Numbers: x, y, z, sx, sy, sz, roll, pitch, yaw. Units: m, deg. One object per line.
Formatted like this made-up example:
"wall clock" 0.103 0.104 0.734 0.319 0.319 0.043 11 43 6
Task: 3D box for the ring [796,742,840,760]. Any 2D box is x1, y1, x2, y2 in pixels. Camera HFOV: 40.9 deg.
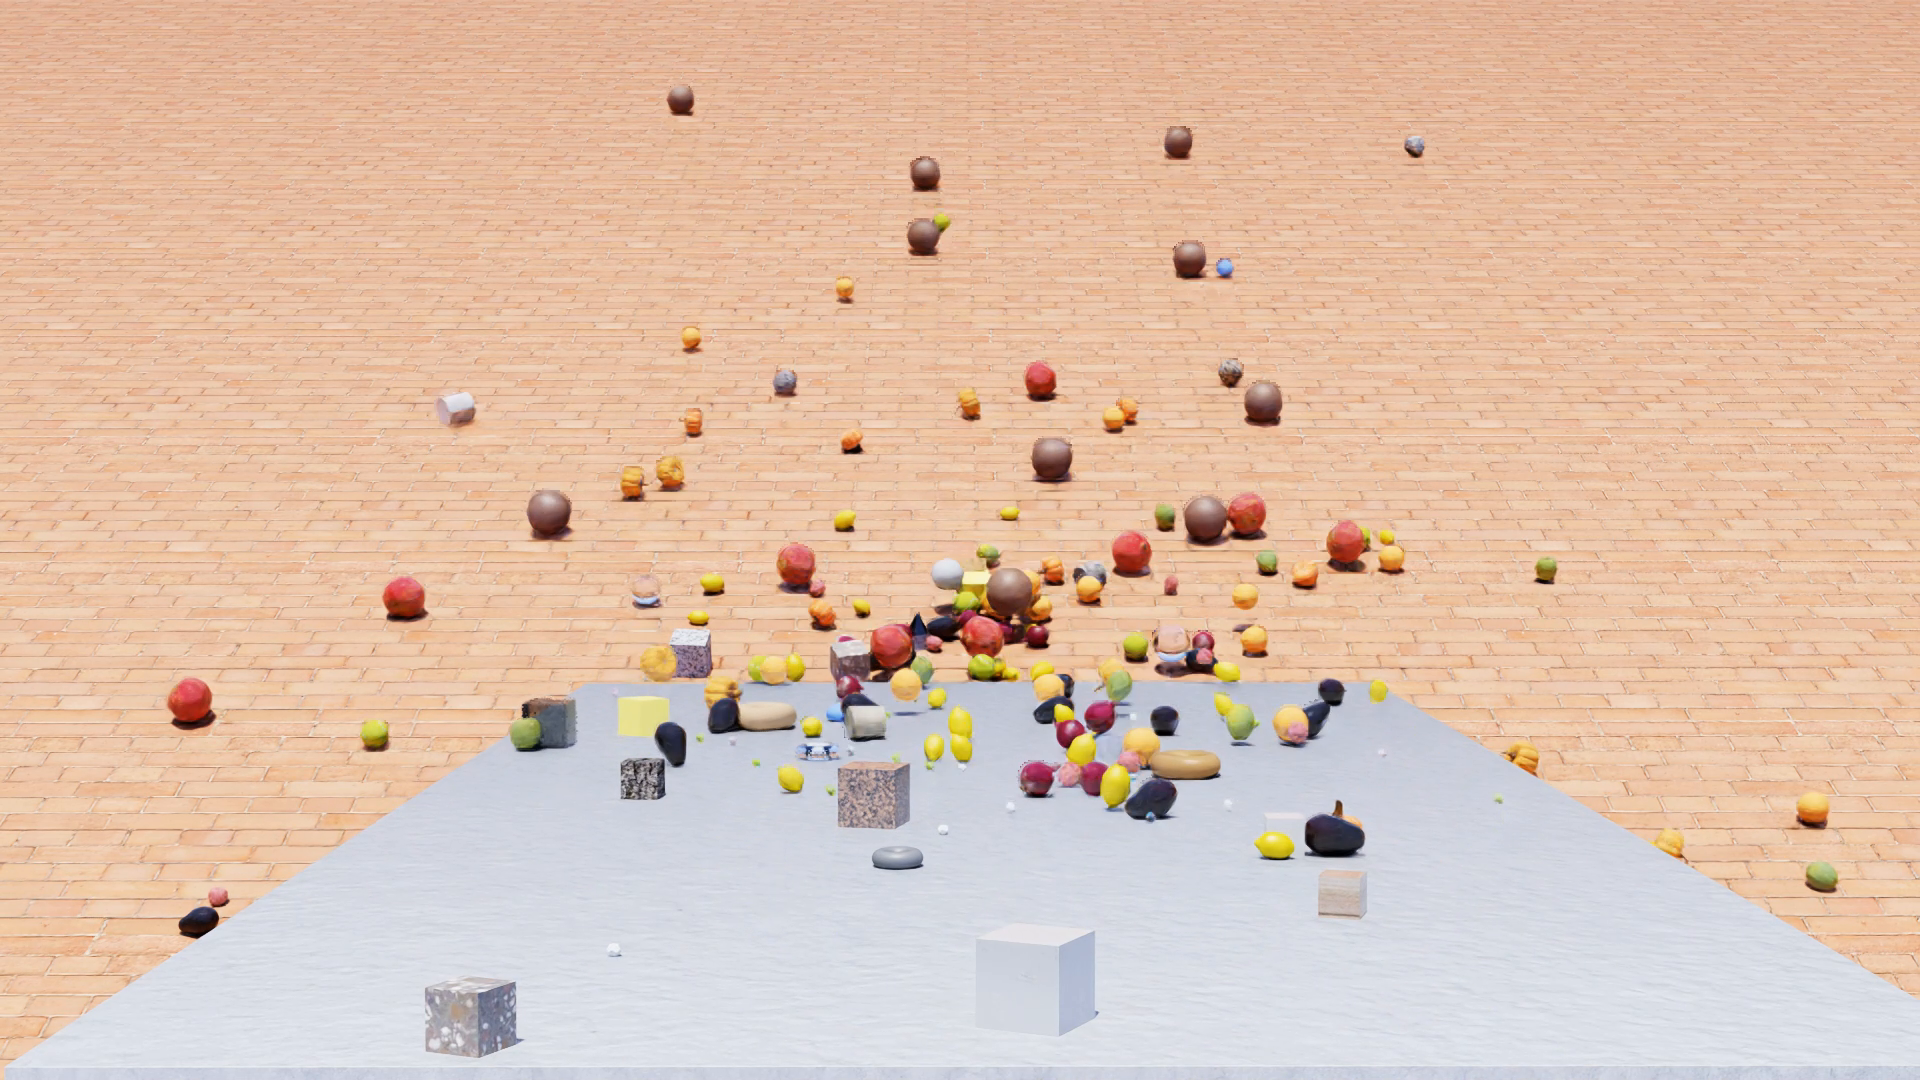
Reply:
"ring" -0.275 0.409 4.987 0.087 0.029 0.087 -1 3 0

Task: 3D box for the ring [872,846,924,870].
"ring" -0.090 0.460 3.731 0.075 0.025 0.075 -1 3 0

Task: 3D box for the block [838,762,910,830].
"block" -0.138 0.410 4.138 0.094 0.094 0.094 0 2 13

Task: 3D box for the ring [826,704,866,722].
"ring" -0.244 0.380 5.669 0.102 0.034 0.102 -1 2 0

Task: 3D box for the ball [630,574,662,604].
"ball" -0.876 0.138 7.181 0.084 0.084 0.084 0 24 0

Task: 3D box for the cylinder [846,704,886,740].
"cylinder" -0.195 0.375 5.302 0.069 0.069 0.069 -1 23 -18

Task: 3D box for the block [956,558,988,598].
"block" 0.034 0.108 7.249 0.084 0.084 0.084 -2 24 -4

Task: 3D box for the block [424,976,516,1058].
"block" -0.497 0.484 2.616 0.065 0.065 0.065 1 2 25

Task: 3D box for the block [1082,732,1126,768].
"block" 0.273 0.398 4.885 0.058 0.058 0.058 2 3 44

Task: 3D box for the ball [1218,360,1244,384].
"ball" 0.927 -0.576 8.816 0.084 0.084 0.084 0 24 0

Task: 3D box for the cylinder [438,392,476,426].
"cylinder" -1.657 -0.431 8.471 0.092 0.092 0.092 -17 29 -34

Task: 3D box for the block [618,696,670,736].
"block" -0.664 0.370 5.407 0.075 0.075 0.075 -2 3 -44

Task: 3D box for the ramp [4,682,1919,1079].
"ramp" 0.054 0.491 4.542 2.000 0.100 4.000 0 2 0

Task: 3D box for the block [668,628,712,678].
"block" -0.711 0.299 6.796 0.096 0.096 0.096 1 24 3

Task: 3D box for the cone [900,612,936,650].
"cone" -0.115 0.236 6.943 0.095 0.095 0.095 0 24 0

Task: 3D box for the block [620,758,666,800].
"block" -0.548 0.413 4.451 0.064 0.064 0.064 0 2 6

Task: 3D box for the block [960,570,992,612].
"block" 0.043 0.142 7.173 0.083 0.083 0.083 -2 24 -5

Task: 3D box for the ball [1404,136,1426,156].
"ball" 2.039 -1.769 11.542 0.090 0.090 0.090 0 24 0

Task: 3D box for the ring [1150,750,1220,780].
"ring" 0.413 0.412 4.723 0.130 0.043 0.130 0 3 0

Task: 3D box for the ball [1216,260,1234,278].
"ball" 1.022 -1.043 9.910 0.065 0.065 0.065 0 24 0

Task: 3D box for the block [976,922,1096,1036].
"block" 0.080 0.464 2.726 0.095 0.095 0.095 1 2 26

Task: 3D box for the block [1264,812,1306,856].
"block" 0.484 0.439 3.841 0.057 0.057 0.057 0 2 3

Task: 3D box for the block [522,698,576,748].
"block" -0.829 0.370 5.198 0.090 0.090 0.090 0 2 5

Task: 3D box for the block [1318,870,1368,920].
"block" 0.497 0.460 3.344 0.054 0.054 0.054 1 2 19

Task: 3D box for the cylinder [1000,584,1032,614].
"cylinder" 0.156 0.163 7.149 0.063 0.063 0.063 20 31 38

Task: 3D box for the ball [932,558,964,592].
"ball" -0.035 0.096 7.117 0.090 0.090 0.090 0 24 0

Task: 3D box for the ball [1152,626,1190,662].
"ball" 0.558 0.273 6.788 0.098 0.098 0.098 0 24 0

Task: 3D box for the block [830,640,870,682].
"block" -0.289 0.322 6.758 0.084 0.084 0.084 -7 25 -16

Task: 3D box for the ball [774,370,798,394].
"ball" -0.593 -0.534 8.722 0.081 0.081 0.081 0 24 0

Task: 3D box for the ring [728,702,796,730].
"ring" -0.424 0.378 5.523 0.149 0.050 0.149 0 3 0
